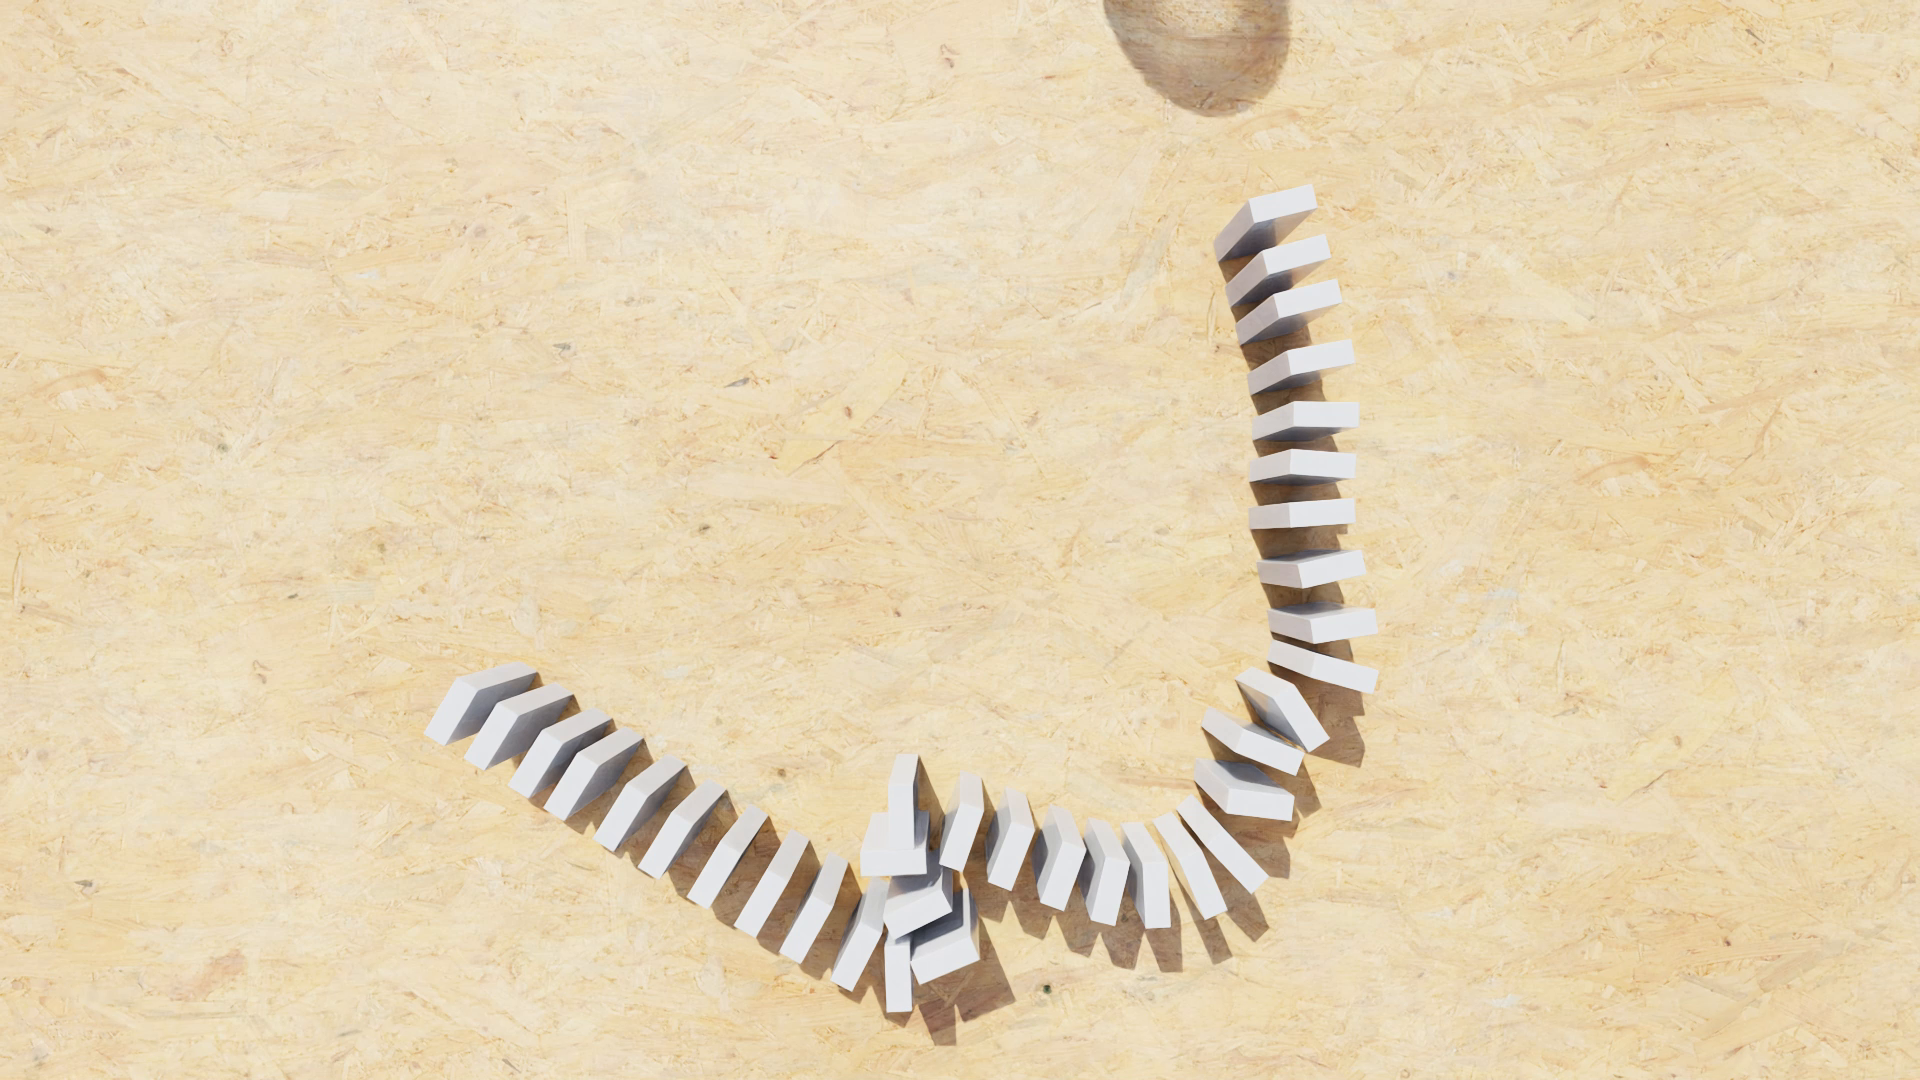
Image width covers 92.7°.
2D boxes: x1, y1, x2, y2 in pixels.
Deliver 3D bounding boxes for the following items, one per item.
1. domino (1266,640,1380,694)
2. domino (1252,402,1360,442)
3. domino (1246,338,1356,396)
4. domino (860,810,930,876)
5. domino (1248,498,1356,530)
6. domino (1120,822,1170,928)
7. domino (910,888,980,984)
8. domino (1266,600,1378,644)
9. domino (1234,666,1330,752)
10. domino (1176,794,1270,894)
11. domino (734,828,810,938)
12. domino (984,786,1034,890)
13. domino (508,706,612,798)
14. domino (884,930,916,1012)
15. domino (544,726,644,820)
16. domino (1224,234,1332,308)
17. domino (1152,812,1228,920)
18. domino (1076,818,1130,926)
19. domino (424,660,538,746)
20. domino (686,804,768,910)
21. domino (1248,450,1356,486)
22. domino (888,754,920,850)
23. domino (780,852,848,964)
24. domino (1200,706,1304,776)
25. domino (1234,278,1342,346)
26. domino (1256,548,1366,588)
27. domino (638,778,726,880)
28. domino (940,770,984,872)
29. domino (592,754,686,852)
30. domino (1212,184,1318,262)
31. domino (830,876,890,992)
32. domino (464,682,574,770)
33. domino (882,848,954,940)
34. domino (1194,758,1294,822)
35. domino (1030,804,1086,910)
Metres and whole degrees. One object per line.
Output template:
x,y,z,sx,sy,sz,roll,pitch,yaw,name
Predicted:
0.147,0.051,0.375,0.025,0.050,0.010,15,90,0,domino
0.140,-0.048,0.375,0.025,0.050,0.009,1,90,0,domino
0.138,-0.070,0.375,0.025,0.050,0.009,-10,90,0,domino
-0.026,0.123,0.375,0.025,0.050,0.009,-2,90,0,domino
0.138,-0.010,0.375,0.025,0.050,0.009,-4,90,0,domino
0.075,0.136,0.375,0.009,0.050,0.025,-3,90,0,domino
-0.006,0.161,0.375,0.025,0.050,0.010,-23,90,0,domino
0.147,0.033,0.375,0.025,0.050,0.009,-9,90,0,domino
0.130,0.068,0.375,0.010,0.050,0.025,-34,90,0,domino
0.106,0.123,0.375,0.009,0.050,0.025,-43,90,0,domino
-0.076,0.139,0.375,0.010,0.050,0.025,31,90,0,domino
0.020,0.121,0.375,0.009,0.050,0.025,22,90,0,domino
-0.162,0.086,0.375,0.010,0.050,0.025,32,90,0,domino
-0.024,0.168,0.375,0.009,0.050,0.025,-2,90,0,domino
-0.149,0.094,0.375,0.010,0.050,0.025,32,90,0,domino
0.129,-0.109,0.375,0.025,0.050,0.010,-15,90,0,domino
0.093,0.132,0.375,0.010,0.050,0.025,-24,90,0,domino
0.058,0.134,0.375,0.009,0.050,0.025,14,90,0,domino
-0.195,0.066,0.375,0.009,0.050,0.025,31,90,0,domino
-0.094,0.128,0.375,0.010,0.050,0.025,31,90,0,domino
0.139,-0.029,0.375,0.025,0.050,0.010,4,90,0,domino
-0.023,0.106,0.375,0.010,0.050,0.025,-1,90,0,domino
-0.059,0.149,0.375,0.009,0.050,0.025,30,90,0,domino
0.118,0.081,0.375,0.025,0.050,0.009,21,90,0,domino
0.133,-0.092,0.375,0.025,0.050,0.010,-14,90,0,domino
0.142,0.011,0.375,0.025,0.050,0.009,-13,90,0,domino
-0.112,0.117,0.375,0.009,0.050,0.025,32,90,0,domino
0.001,0.114,0.375,0.009,0.050,0.025,19,90,0,domino
-0.130,0.106,0.375,0.010,0.050,0.025,32,90,0,domino
0.124,-0.129,0.375,0.025,0.050,0.010,-14,90,0,domino
-0.040,0.159,0.375,0.009,0.050,0.025,27,90,0,domino
-0.179,0.075,0.375,0.010,0.050,0.025,32,90,0,domino
-0.016,0.143,0.375,0.025,0.050,0.009,-26,90,0,domino
0.115,0.101,0.375,0.025,0.050,0.010,7,90,0,domino
0.040,0.128,0.375,0.010,0.050,0.025,20,90,0,domino
